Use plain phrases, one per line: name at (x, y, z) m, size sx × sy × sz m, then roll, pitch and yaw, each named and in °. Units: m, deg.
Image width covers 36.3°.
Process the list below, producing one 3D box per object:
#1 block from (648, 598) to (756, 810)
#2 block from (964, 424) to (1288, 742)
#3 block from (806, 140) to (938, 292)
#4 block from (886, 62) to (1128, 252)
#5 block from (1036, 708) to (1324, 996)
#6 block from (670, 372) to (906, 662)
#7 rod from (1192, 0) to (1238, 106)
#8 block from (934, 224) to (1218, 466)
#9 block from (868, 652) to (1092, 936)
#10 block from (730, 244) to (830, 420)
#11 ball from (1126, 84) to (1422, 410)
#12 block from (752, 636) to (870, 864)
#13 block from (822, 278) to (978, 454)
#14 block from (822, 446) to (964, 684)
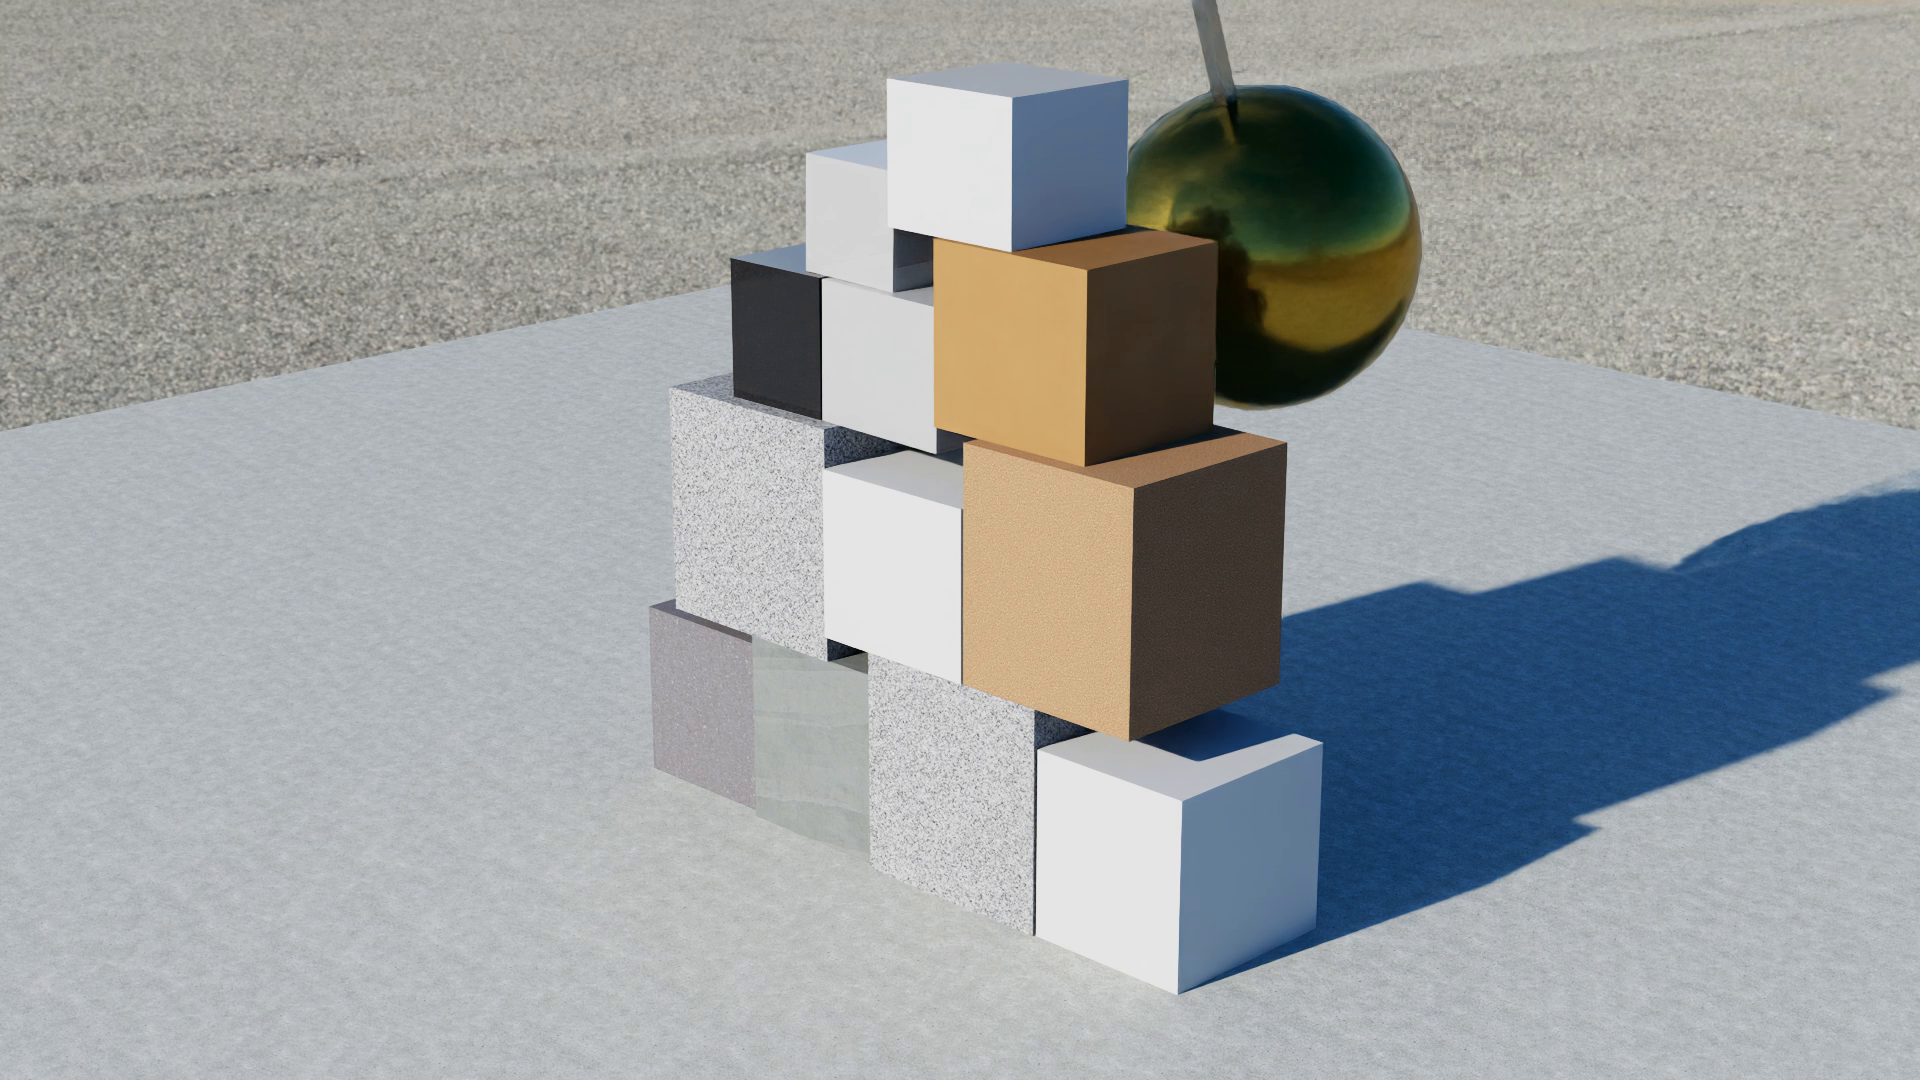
block at (-0.957, 0.736, 14.576) m, size 0.813 × 0.855 × 0.822 m, roll -17°, pitch 24°, yaw -42°
block at (0.705, 0.108, 12.646) m, size 0.983 × 1.096 × 0.969 m, roll -17°, pitch 24°, yaw -42°
block at (-0.267, -1.469, 13.150) m, size 0.630 × 0.537 × 0.565 m, roll -17°, pitch 25°, yaw -42°
block at (0.203, -1.660, 12.605) m, size 0.744 × 0.643 × 0.715 m, roll 17°, pitch 24°, yaw 42°
block at (0.949, 1.304, 12.736) m, size 0.928 × 0.876 × 0.816 m, roll -17°, pitch 24°, yaw -42°
block at (-0.650, -0.185, 13.987) m, size 0.968 × 1.105 × 1.082 m, roll -17°, pitch 24°, yaw -42°
rod at (0.636, -4.231, 12.678) m, size 0.080 × 5.200 × 0.080 m, roll 17°, pitch 44°, yaw 42°
block at (0.491, -0.878, 12.572) m, size 0.821 × 0.830 × 0.887 m, roll -17°, pitch 24°, yaw -42°
block at (0.308, 1.013, 13.358) m, size 1.008 × 1.058 × 1.034 m, roll -17°, pitch 24°, yaw -42°
block at (-0.588, -0.996, 13.628) m, size 0.722 × 0.658 × 0.604 m, roll -17°, pitch 24°, yaw -42°
ball at (1.467, -1.437, 14.428) m, size 1.600 × 1.600 × 1.600 m, roll 0°, pitch 17°, yaw 0°
block at (-0.359, 0.875, 14.009) m, size 0.931 × 0.930 × 0.827 m, roll -17°, pitch 24°, yaw -42°
block at (-0.085, -0.851, 13.187) m, size 0.778 × 0.654 × 0.734 m, roll -17°, pitch 25°, yaw -42°
block at (0.026, 0.057, 13.304) m, size 0.943 × 0.799 × 0.878 m, roll -17°, pitch 24°, yaw -42°
